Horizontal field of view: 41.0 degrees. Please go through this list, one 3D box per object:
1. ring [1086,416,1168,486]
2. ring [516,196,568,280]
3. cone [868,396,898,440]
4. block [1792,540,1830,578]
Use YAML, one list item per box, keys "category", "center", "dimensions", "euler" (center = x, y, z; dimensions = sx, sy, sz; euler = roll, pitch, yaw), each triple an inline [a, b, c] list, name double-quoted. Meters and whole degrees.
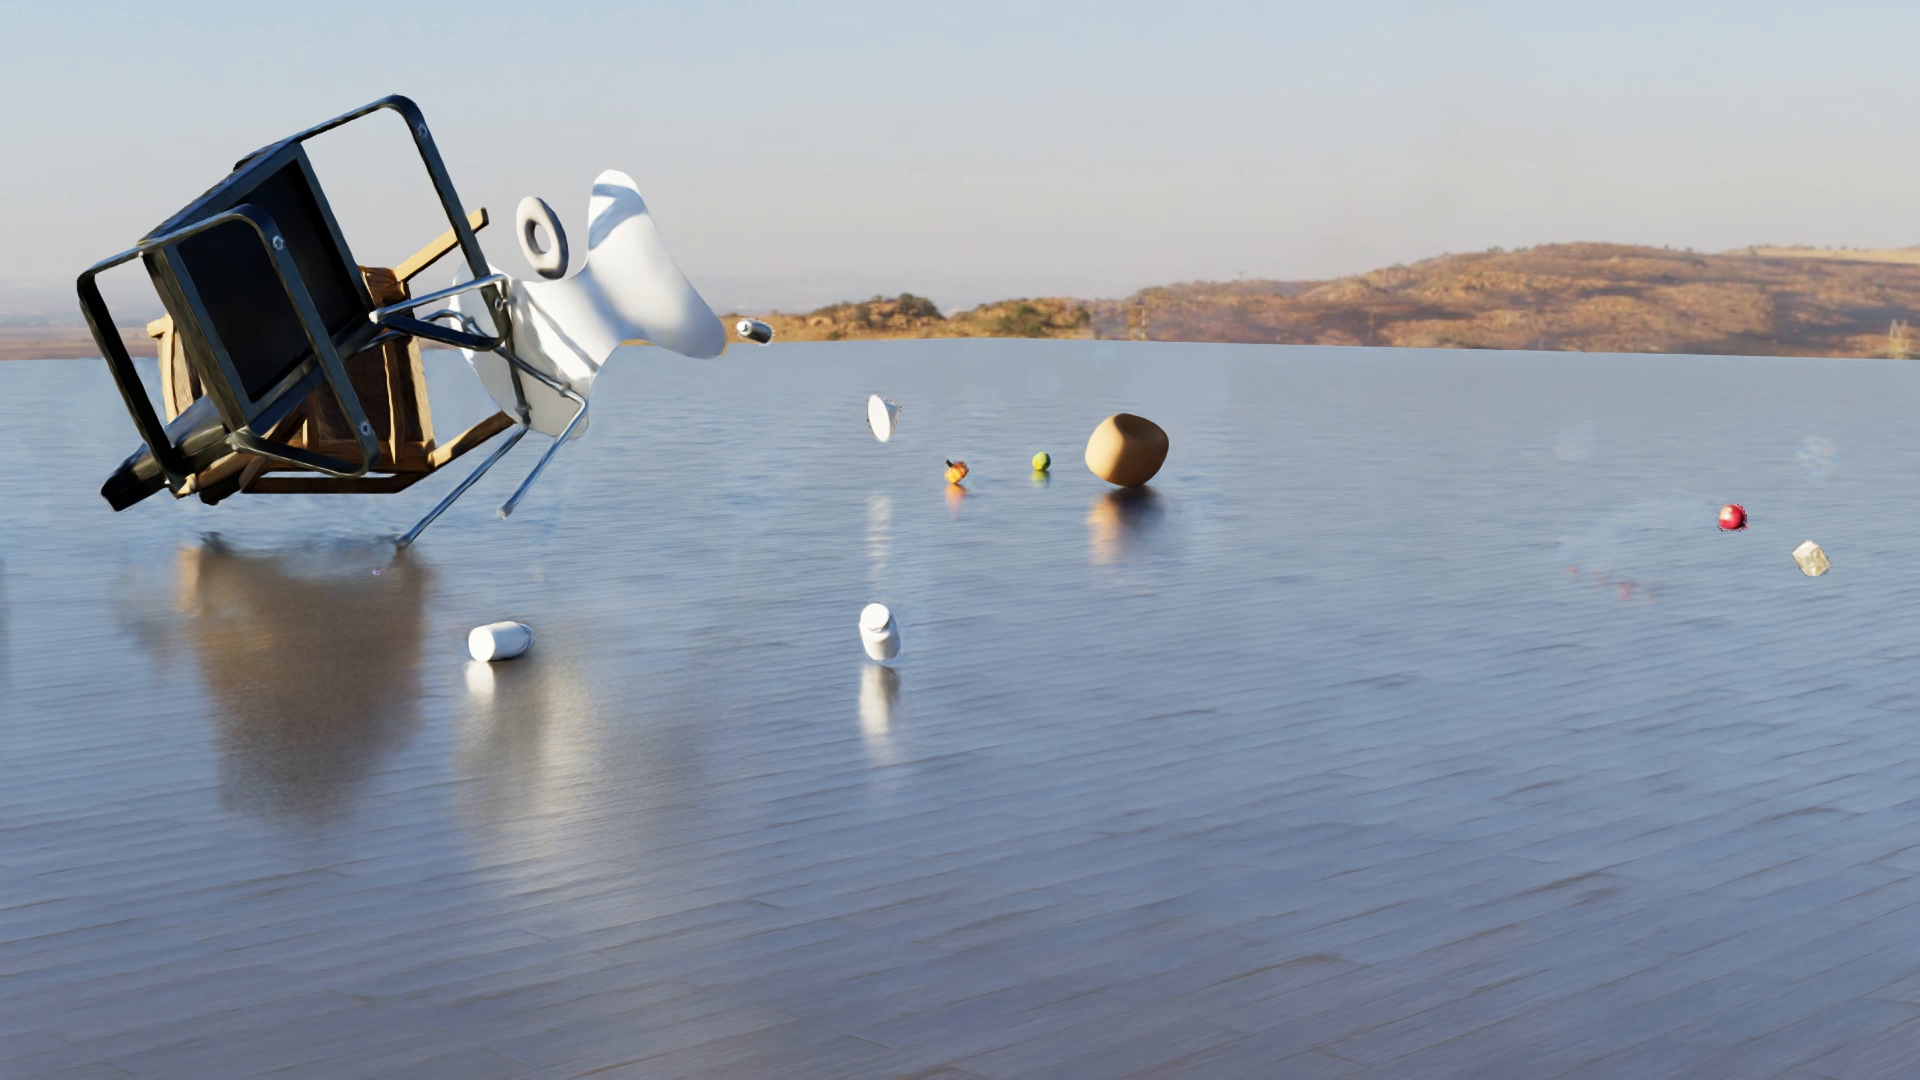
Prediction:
- category: "ring"
  center: [0.530, -0.284, 8.101]
  dimensions: [0.223, 0.164, 0.461]
  euler: [35, 18, 13]
- category: "ring"
  center: [-1.144, -0.826, 7.028]
  dimensions: [0.125, 0.241, 0.078]
  euler: [-17, 14, 6]
- category: "cone"
  center: [-0.235, -0.421, 8.491]
  dimensions: [0.087, 0.177, 0.104]
  euler: [-32, 48, -30]
- category: "block"
  center: [1.863, 0.042, 5.614]
  dimensions: [0.043, 0.060, 0.041]
  euler: [-40, 22, -1]
